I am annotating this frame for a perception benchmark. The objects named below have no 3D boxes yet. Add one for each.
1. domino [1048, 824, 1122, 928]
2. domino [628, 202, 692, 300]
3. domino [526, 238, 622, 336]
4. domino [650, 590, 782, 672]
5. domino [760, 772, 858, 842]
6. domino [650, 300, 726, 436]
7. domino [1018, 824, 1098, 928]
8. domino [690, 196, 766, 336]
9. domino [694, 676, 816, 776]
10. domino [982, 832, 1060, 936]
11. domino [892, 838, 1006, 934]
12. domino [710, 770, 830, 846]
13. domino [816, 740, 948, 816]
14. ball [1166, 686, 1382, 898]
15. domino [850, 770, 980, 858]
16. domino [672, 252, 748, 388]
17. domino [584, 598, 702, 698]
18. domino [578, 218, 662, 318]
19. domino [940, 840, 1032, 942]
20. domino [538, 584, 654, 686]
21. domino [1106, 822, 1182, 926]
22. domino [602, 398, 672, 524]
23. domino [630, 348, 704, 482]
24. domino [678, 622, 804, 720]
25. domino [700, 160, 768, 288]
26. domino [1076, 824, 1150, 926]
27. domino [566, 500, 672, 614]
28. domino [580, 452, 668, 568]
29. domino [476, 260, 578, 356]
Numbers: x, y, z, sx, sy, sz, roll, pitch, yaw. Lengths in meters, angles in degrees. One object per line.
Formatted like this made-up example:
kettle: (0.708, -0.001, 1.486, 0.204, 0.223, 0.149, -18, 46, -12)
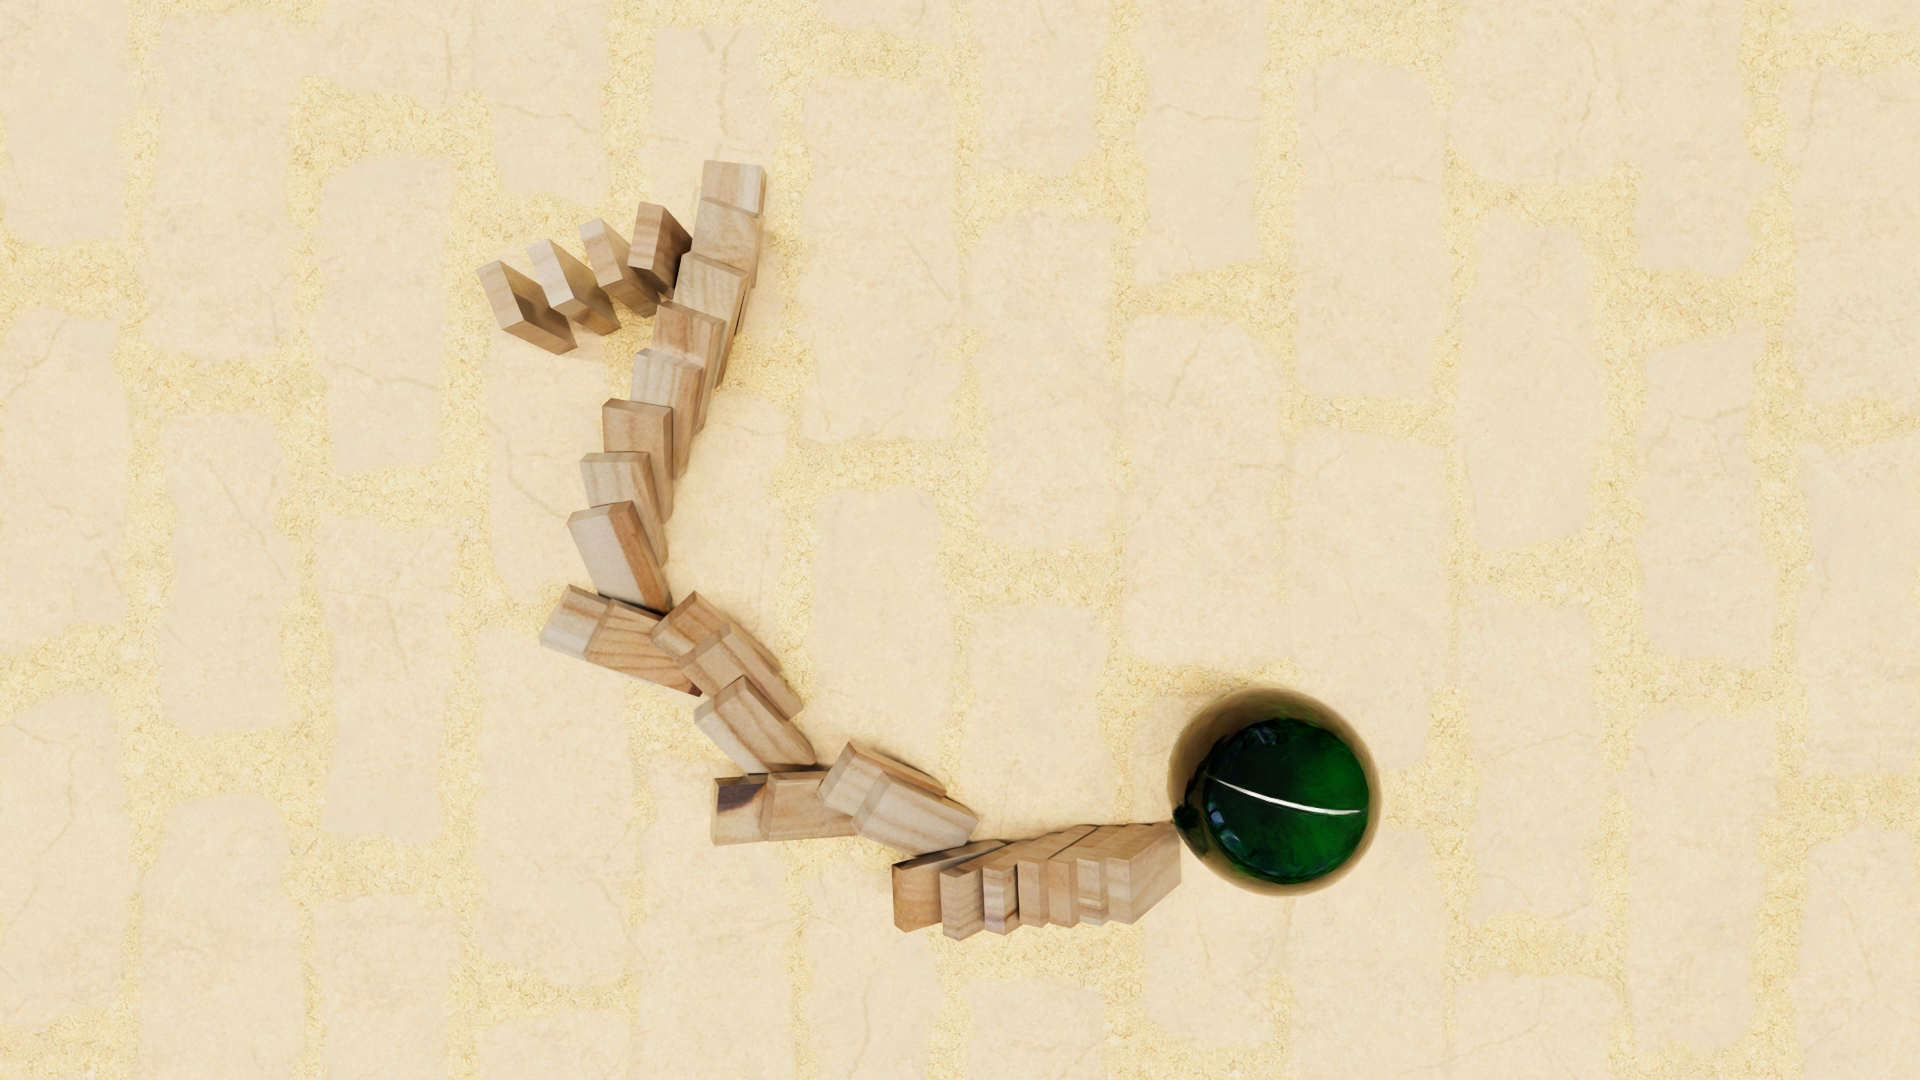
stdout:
domino: (0.053, 0.137, 0.377, 0.010, 0.050, 0.025, -3, 90, 36)
domino: (-0.120, -0.116, 0.375, 0.010, 0.050, 0.025, 11, 90, 0)
domino: (-0.157, -0.102, 0.375, 0.009, 0.050, 0.025, -23, 90, 0)
domino: (-0.101, 0.046, 0.383, 0.025, 0.010, 0.050, -42, 121, 0)
domino: (-0.056, 0.110, 0.382, 0.050, 0.009, 0.025, 8, 91, -33)
domino: (-0.117, -0.072, 0.384, 0.025, 0.009, 0.050, 20, 117, -1)
domino: (0.041, 0.137, 0.377, 0.010, 0.050, 0.025, -3, 90, 36)
domino: (-0.100, -0.114, 0.383, 0.025, 0.010, 0.050, 18, 117, -5)
domino: (-0.085, 0.082, 0.383, 0.025, 0.009, 0.050, -34, 121, 0)
domino: (0.029, 0.140, 0.378, 0.009, 0.050, 0.025, -3, 90, 38)
domino: (-0.004, 0.144, 0.383, 0.050, 0.009, 0.025, -3, 90, -31)
domino: (-0.078, 0.112, 0.383, 0.050, 0.010, 0.025, 3, 96, -27)
domino: (-0.032, 0.105, 0.383, 0.050, 0.009, 0.025, 33, 90, -32)
ball: (0.122, 0.098, 0.360, 0.080, 0.080, 0.080, 0, 90, 0)
domino: (-0.018, 0.118, 0.383, 0.050, 0.009, 0.025, 33, 90, -32)
domino: (-0.108, -0.092, 0.384, 0.025, 0.010, 0.050, 21, 117, -2)
domino: (-0.127, 0.046, 0.382, 0.050, 0.009, 0.025, 27, 90, -33)
domino: (-0.138, -0.110, 0.375, 0.009, 0.050, 0.025, -20, 90, 0)
domino: (0.014, 0.144, 0.379, 0.050, 0.010, 0.025, -3, 91, -44)
domino: (-0.145, 0.040, 0.382, 0.050, 0.009, 0.025, 29, 92, -33)
domino: (0.076, 0.136, 0.377, 0.010, 0.050, 0.025, -3, 90, 36)
domino: (-0.134, -0.032, 0.383, 0.025, 0.009, 0.050, 10, 120, 0)
domino: (-0.125, -0.052, 0.384, 0.025, 0.009, 0.050, 18, 117, 0)
domino: (-0.091, 0.060, 0.382, 0.025, 0.010, 0.050, -37, 121, -3)
domino: (-0.099, -0.136, 0.395, 0.025, 0.010, 0.050, 6, 90, 0)
domino: (0.065, 0.137, 0.377, 0.010, 0.050, 0.025, -3, 90, 36)
domino: (-0.142, 0.010, 0.383, 0.025, 0.010, 0.050, -12, 120, 0)
domino: (-0.140, -0.012, 0.383, 0.025, 0.010, 0.050, 0, 120, 0)
domino: (-0.176, -0.094, 0.375, 0.010, 0.050, 0.025, -23, 90, 0)
